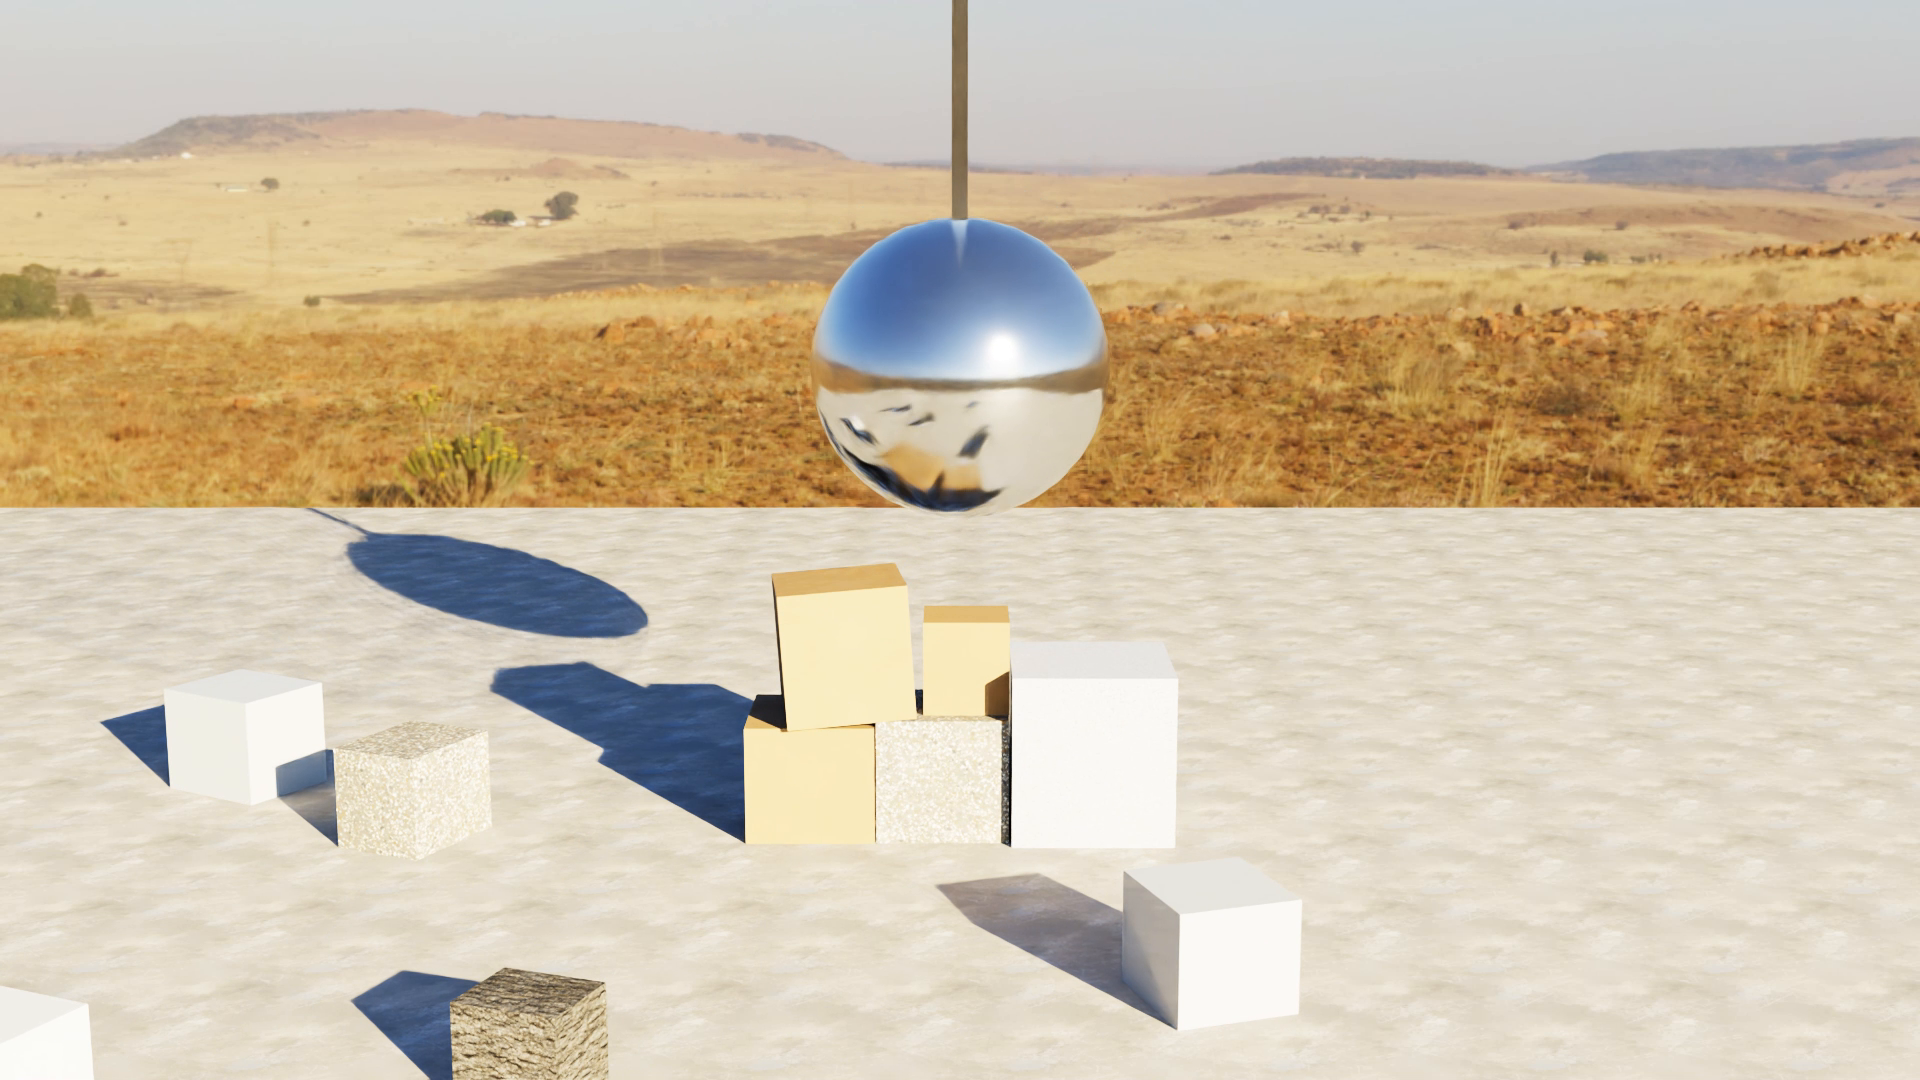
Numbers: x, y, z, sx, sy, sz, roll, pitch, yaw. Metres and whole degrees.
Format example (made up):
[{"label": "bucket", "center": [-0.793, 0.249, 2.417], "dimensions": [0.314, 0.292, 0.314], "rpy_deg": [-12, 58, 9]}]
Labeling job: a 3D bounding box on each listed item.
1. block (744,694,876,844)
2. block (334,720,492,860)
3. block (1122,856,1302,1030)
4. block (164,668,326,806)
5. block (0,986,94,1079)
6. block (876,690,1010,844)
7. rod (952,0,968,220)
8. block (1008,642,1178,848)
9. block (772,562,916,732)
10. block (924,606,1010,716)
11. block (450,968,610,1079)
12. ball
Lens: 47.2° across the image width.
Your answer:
[{"label": "block", "center": [-0.756, 1.178, 11.407], "dimensions": [0.652, 0.601, 0.698], "rpy_deg": [0, 10, 0]}, {"label": "block", "center": [-2.776, 1.263, 11.180], "dimensions": [0.489, 0.515, 0.602], "rpy_deg": [5, 11, 25]}, {"label": "block", "center": [1.032, 1.657, 9.089], "dimensions": [0.536, 0.487, 0.571], "rpy_deg": [-4, 11, -19]}, {"label": "block", "center": [-3.927, 1.074, 12.096], "dimensions": [0.634, 0.560, 0.538], "rpy_deg": [6, 12, 30]}, {"label": "block", "center": [-3.387, 1.903, 7.407], "dimensions": [0.652, 0.606, 0.591], "rpy_deg": [5, 11, 24]}, {"label": "block", "center": [-0.088, 1.162, 11.399], "dimensions": [0.669, 0.634, 0.662], "rpy_deg": [0, 10, 0]}, {"label": "rod", "center": [0.000, -4.166, 10.731], "dimensions": [0.080, 5.200, 0.080], "rpy_deg": [0, 17, 0]}, {"label": "block", "center": [0.670, 1.044, 11.377], "dimensions": [0.820, 0.875, 0.822], "rpy_deg": [0, 10, 0]}, {"label": "block", "center": [-0.600, 0.535, 11.231], "dimensions": [0.647, 0.682, 0.634], "rpy_deg": [-5, 10, -6]}, {"label": "block", "center": [0.032, 0.615, 11.301], "dimensions": [0.435, 0.479, 0.419], "rpy_deg": [0, 10, 0]}, {"label": "block", "center": [-1.598, 1.869, 8.186], "dimensions": [0.440, 0.393, 0.372], "rpy_deg": [4, 11, 20]}, {"label": "ball", "center": [0.000, -0.915, 11.725], "dimensions": [1.600, 1.600, 1.600], "rpy_deg": [0, 10, 0]}]
